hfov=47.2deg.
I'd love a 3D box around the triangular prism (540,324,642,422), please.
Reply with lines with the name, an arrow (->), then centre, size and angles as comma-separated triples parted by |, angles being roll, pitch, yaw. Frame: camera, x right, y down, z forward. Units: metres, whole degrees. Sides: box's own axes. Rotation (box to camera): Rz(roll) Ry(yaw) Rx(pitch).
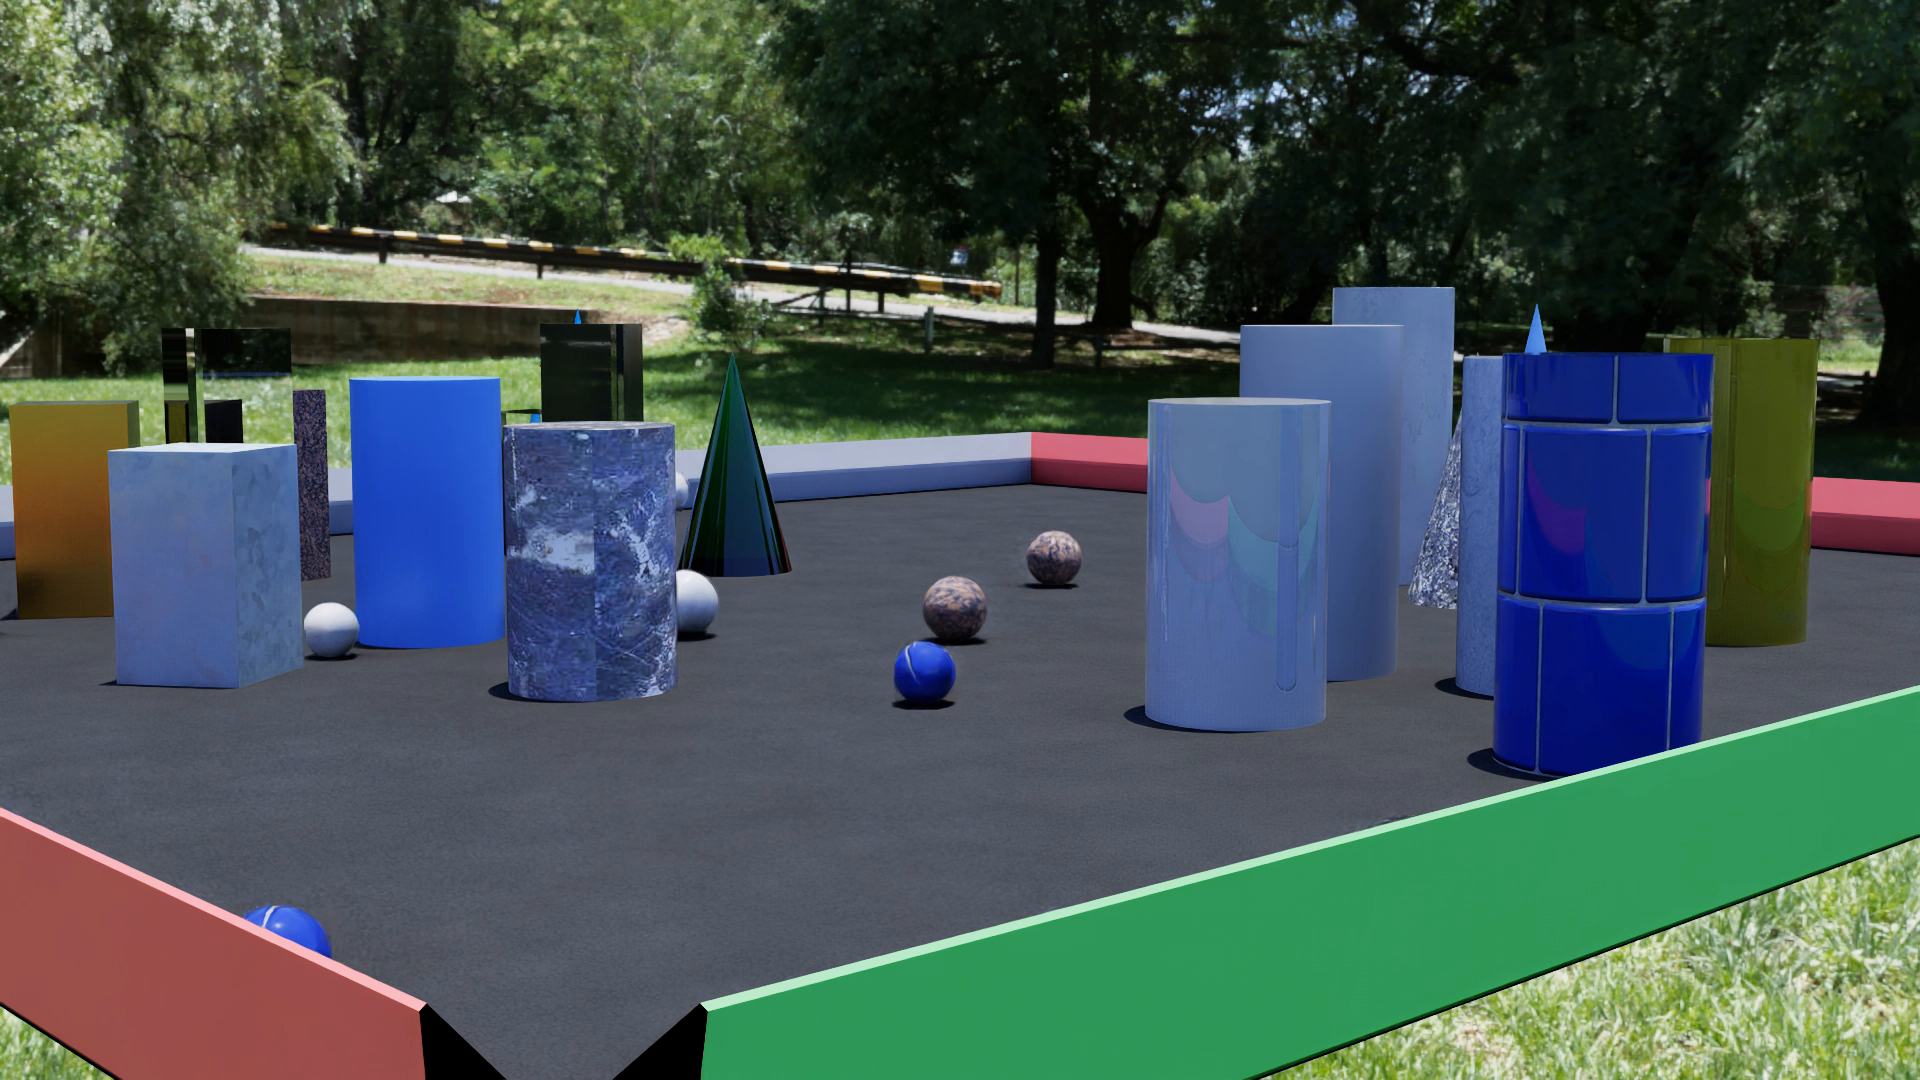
triangular prism -> -0.576, -0.146, 3.646 | 0.172, 0.423, 0.149 | 4, 7, 32

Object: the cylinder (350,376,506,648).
cylinder -> -0.723, -0.043, 2.992 | 0.199, 0.354, 0.199 | 0, 6, 0

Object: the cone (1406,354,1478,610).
cone -> 0.787, -0.096, 3.362 | 0.199, 0.383, 0.199 | 0, 6, 0

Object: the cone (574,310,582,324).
cone -> -0.746, -0.230, 4.315 | 0.199, 0.451, 0.199 | 0, 6, 0

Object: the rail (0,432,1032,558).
rail -> -1.096, -0.089, 4.514 | 3.533, 0.129, 0.045 | -5, 8, -42

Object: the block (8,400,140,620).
block -> -1.306, -0.049, 3.265 | 0.159, 0.310, 0.159 | -2, 6, -14

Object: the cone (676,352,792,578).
cone -> -0.388, -0.136, 3.769 | 0.199, 0.378, 0.199 | 0, 6, 0

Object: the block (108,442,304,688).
block -> -0.917, 0.027, 2.682 | 0.159, 0.280, 0.159 | 1, 6, 11

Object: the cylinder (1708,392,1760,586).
cylinder -> 1.216, -0.088, 3.644 | 0.199, 0.309, 0.199 | 0, 6, 0

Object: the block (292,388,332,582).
block -> -1.163, -0.091, 3.641 | 0.159, 0.315, 0.159 | 4, 7, 32

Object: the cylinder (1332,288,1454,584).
cylinder -> 0.717, -0.177, 3.658 | 0.199, 0.482, 0.199 | 0, 6, 0

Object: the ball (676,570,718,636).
ball -> -0.377, 0.087, 3.015 | 0.091, 0.091, 0.091 | 0, 6, 0

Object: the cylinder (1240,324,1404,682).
cylinder -> 0.446, -0.052, 2.730 | 0.199, 0.426, 0.199 | 0, 6, 0

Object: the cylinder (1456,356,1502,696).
cylinder -> 0.691, -0.020, 2.597 | 0.199, 0.390, 0.199 | 0, 6, 0

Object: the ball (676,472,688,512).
ball -> -0.647, -0.107, 4.832 | 0.099, 0.099, 0.099 | 0, 6, 0

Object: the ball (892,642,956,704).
ball -> -0.040, 0.151, 2.495 | 0.072, 0.072, 0.072 | 0, 6, 0

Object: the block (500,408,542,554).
block -> -0.784, -0.109, 4.084 | 0.159, 0.259, 0.159 | 3, 7, 30

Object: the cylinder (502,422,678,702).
cylinder -> -0.435, 0.020, 2.598 | 0.199, 0.311, 0.199 | 0, 6, 0

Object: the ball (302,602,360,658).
ball -> -0.811, 0.116, 2.833 | 0.071, 0.071, 0.071 | 0, 6, 0

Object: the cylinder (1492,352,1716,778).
cylinder -> 0.631, 0.019, 2.162 | 0.199, 0.403, 0.199 | 0, 6, 0

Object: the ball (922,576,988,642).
ball -> -0.007, 0.093, 2.971 | 0.089, 0.089, 0.089 | 0, 6, 0

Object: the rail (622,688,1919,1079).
rail -> 1.096, 0.157, 2.150 | 3.533, 0.129, 0.045 | -5, 8, -42

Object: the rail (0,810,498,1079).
rail -> -1.281, 0.156, 2.156 | 0.045, 0.129, 3.281 | -5, 8, -42

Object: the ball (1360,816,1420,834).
ball -> 0.310, 0.239, 1.523 | 0.097, 0.097, 0.097 | 0, 6, 0

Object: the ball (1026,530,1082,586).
ball -> 0.153, 0.030, 3.567 | 0.090, 0.090, 0.090 | 0, 6, 0

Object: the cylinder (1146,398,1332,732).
cylinder -> 0.305, 0.021, 2.417 | 0.199, 0.347, 0.199 | 0, 6, 0

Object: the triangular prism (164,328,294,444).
triangular prism -> -0.980, -0.077, 2.991 | 0.149, 0.421, 0.172 | -3, 7, -30

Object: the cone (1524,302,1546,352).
cone -> 1.056, -0.206, 4.050 | 0.199, 0.459, 0.199 | 0, 6, 0

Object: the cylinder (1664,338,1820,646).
cylinder -> 1.060, -0.071, 3.008 | 0.199, 0.407, 0.199 | 0, 6, 0

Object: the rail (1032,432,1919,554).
rail -> 1.281, -0.089, 4.507 | 0.045, 0.129, 3.281 | -5, 8, -42

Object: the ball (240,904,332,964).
ball -> -0.435, 0.267, 1.398 | 0.069, 0.069, 0.069 | 0, 6, 0
